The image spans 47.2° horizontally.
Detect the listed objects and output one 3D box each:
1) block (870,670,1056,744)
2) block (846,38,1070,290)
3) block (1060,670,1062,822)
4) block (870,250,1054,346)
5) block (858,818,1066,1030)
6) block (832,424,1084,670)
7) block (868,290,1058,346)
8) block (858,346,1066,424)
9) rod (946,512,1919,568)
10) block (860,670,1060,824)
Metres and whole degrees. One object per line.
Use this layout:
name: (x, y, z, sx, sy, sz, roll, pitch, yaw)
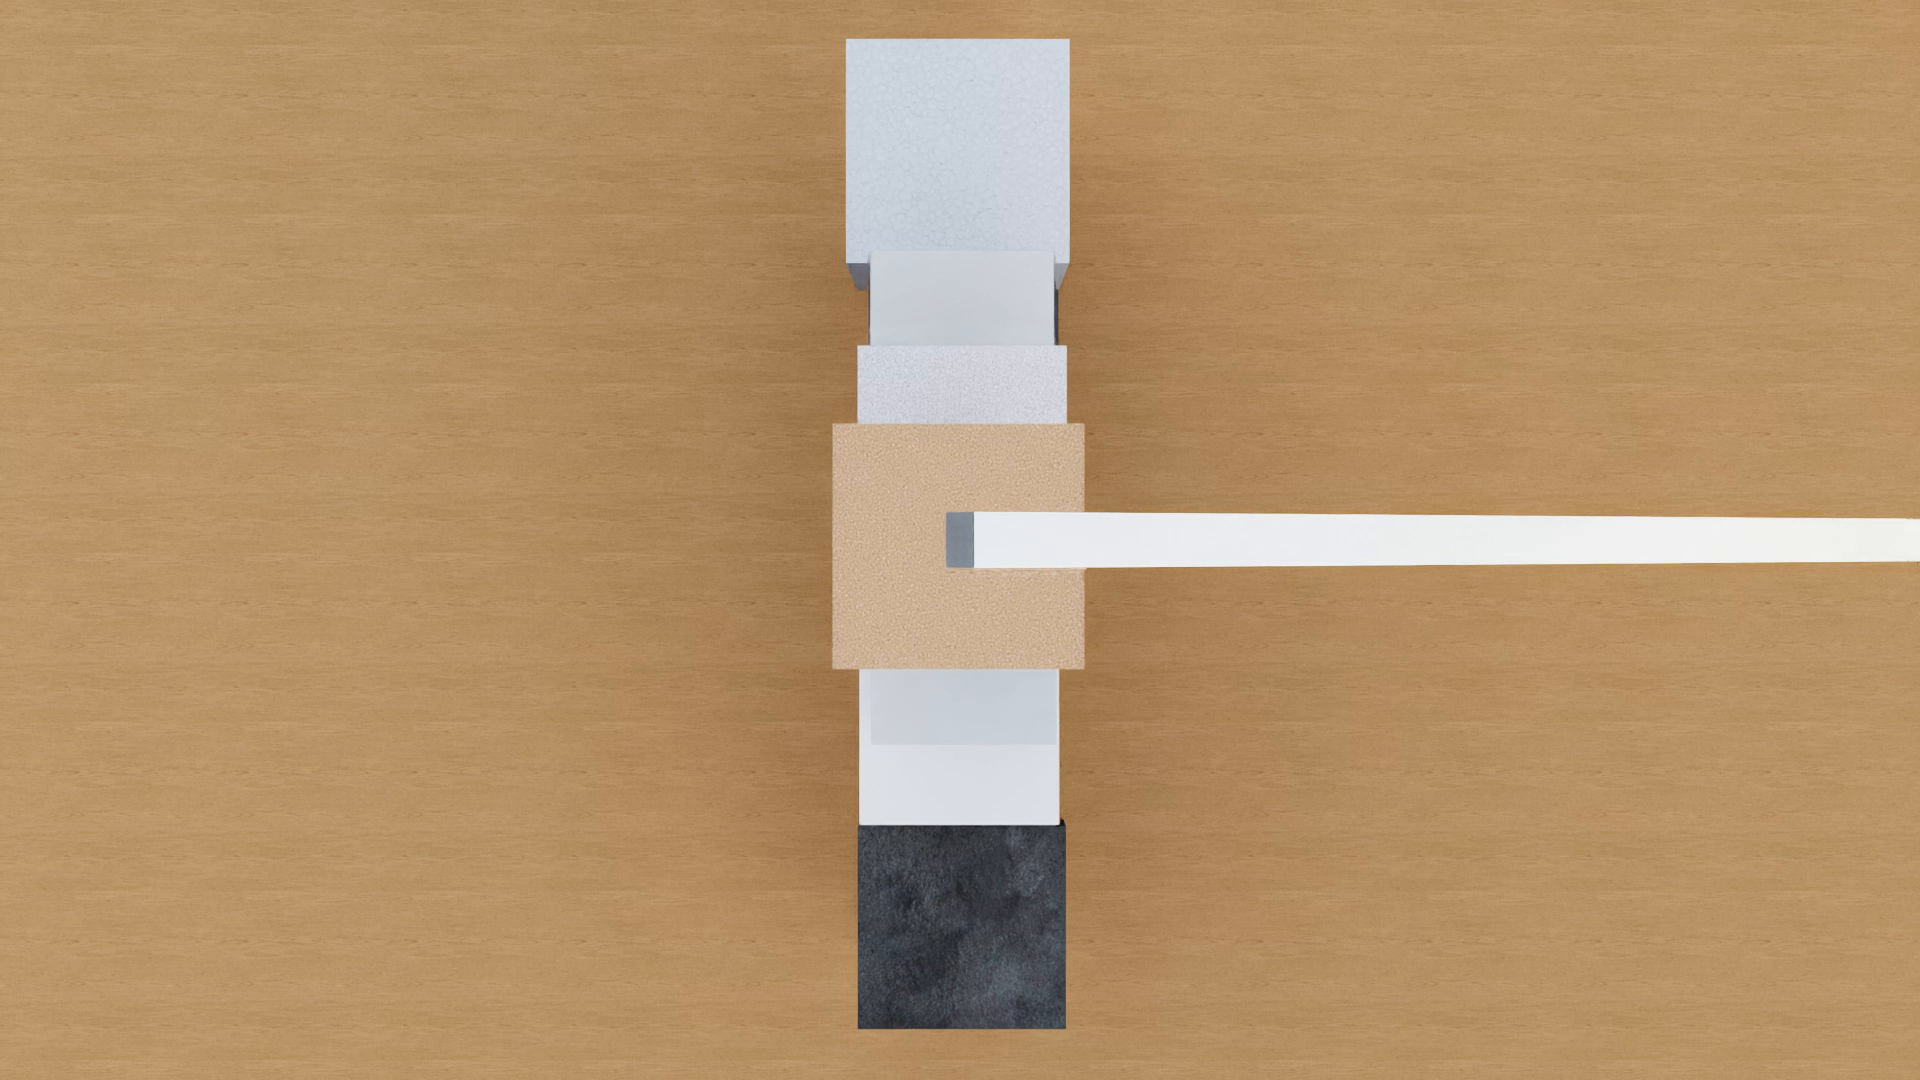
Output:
block: (0.017, 0.492, 9.654, 0.787, 0.702, 0.737, 0, 91, 0)
block: (-0.011, -1.895, 11.301, 1.089, 1.176, 1.091, 0, 90, 0)
block: (0.019, 0.954, 11.640, 0.991, 1.013, 0.937, 0, 91, 0)
block: (0.009, -0.912, 10.563, 0.848, 0.810, 0.788, 0, 85, 0)
block: (0.008, 1.935, 11.398, 1.041, 0.841, 1.014, 0, 90, 0)
block: (-0.004, 0.019, 6.902, 0.754, 0.630, 0.735, 0, 90, 0)
block: (0.018, -0.849, 12.481, 1.033, 1.038, 1.138, 0, 90, 0)
block: (0.009, -0.361, 9.669, 0.880, 0.825, 0.918, 0, 90, 0)
rod: (2.234, 0.000, 4.482, 5.200, 0.080, 0.080, 0, 90, -31)
block: (-0.003, 0.817, 10.477, 0.909, 0.933, 0.947, 0, 91, 0)
